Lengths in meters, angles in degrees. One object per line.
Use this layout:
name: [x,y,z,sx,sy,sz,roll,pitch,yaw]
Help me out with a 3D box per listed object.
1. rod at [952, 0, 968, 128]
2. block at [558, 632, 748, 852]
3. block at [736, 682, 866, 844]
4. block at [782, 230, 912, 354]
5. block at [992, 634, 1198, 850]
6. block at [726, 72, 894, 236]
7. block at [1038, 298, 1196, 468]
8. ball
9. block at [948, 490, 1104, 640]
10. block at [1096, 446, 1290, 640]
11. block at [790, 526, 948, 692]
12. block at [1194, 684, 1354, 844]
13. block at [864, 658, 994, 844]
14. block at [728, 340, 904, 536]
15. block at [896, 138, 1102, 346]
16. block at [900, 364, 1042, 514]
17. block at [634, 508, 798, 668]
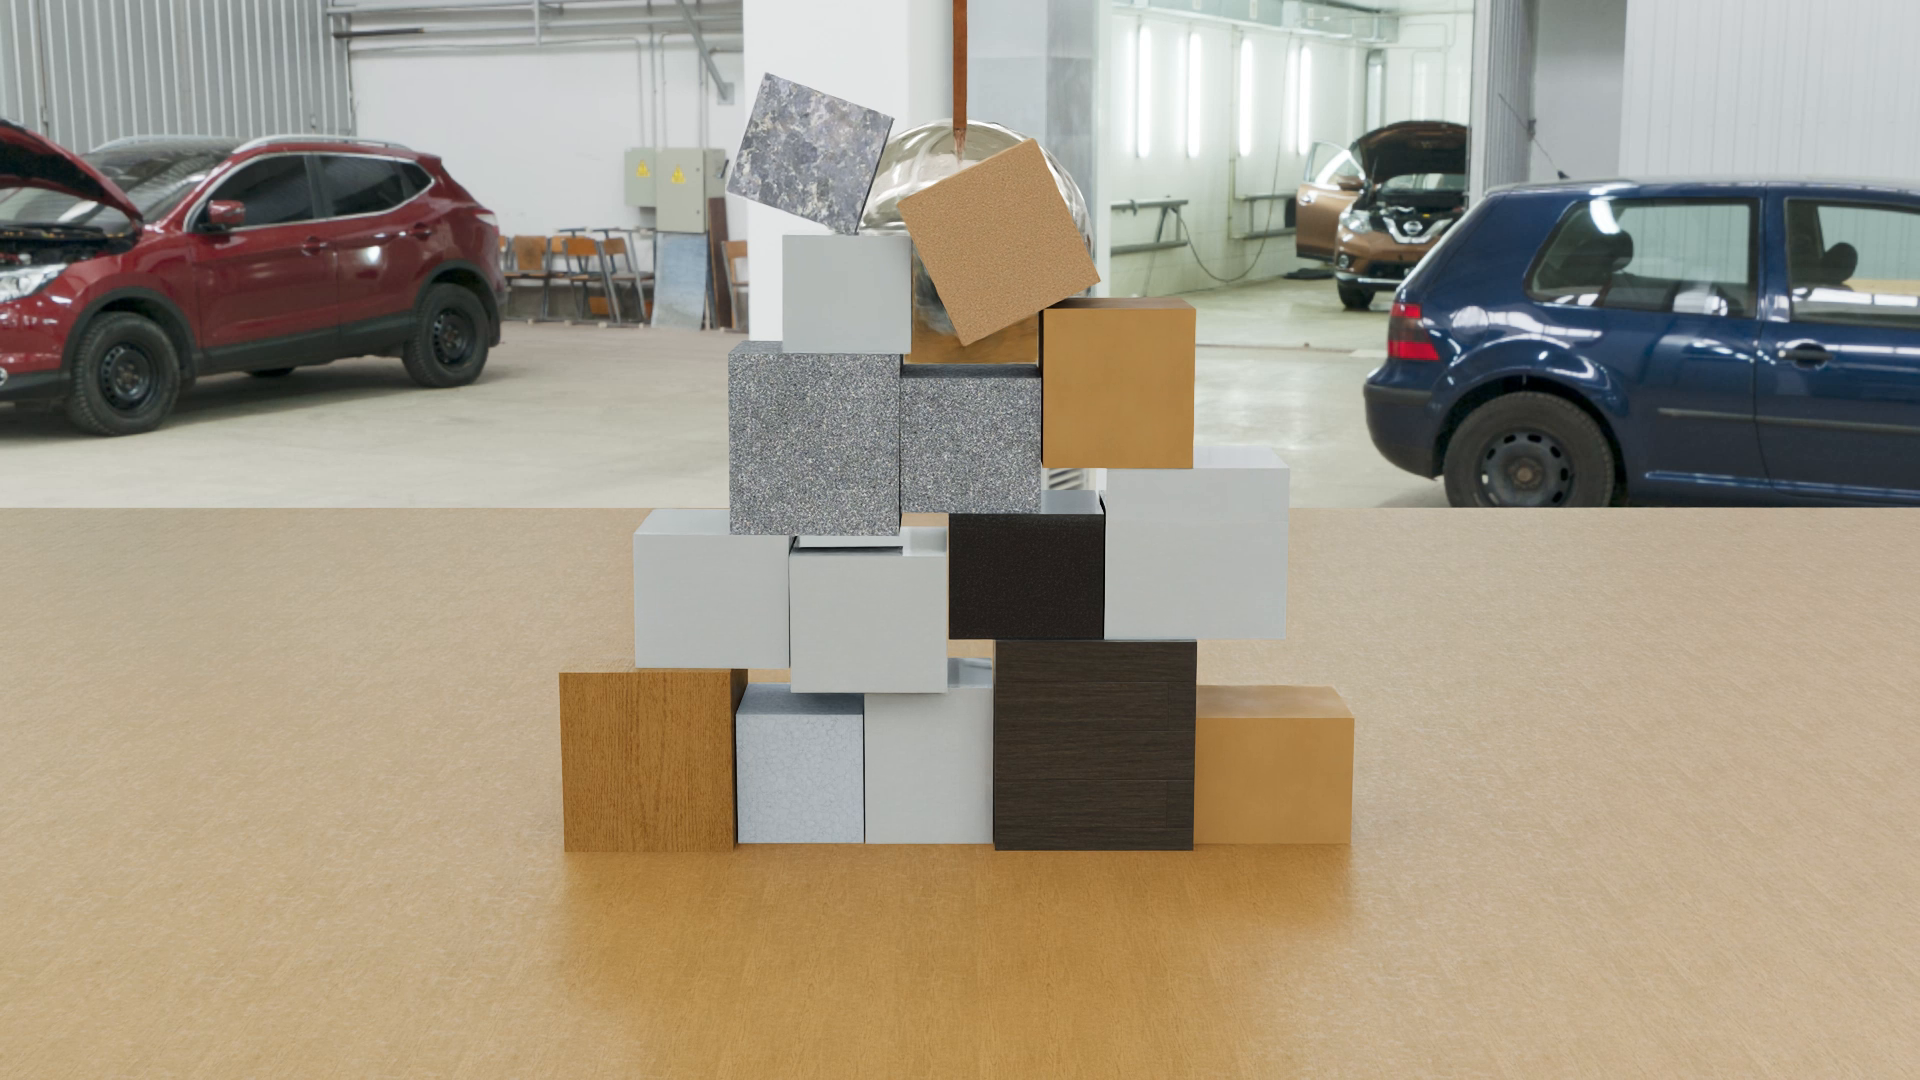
rod: [0.000,-4.607,11.256,0.080,5.200,0.080,0,31,0]
block: [-1.554,1.025,11.349,0.843,0.922,0.897,0,10,0]
block: [-0.805,1.146,11.394,0.635,0.669,0.661,0,10,0]
block: [-0.552,-1.242,10.946,0.625,0.571,0.588,0,10,-1]
block: [0.672,0.946,11.367,0.992,1.072,0.921,0,10,0]
block: [-0.726,-1.902,10.830,0.643,0.593,0.587,19,10,-4]
block: [0.770,-0.800,11.029,0.732,0.775,0.780,0,10,0]
ball: [0.000,-1.678,12.984,1.600,1.600,1.600,0,10,0]
block: [0.324,0.115,11.184,0.760,0.629,0.757,0,10,0]
block: [1.162,-0.002,11.195,0.895,0.855,0.809,0,10,0]
block: [-0.451,0.342,11.241,0.771,0.686,0.843,0,10,0]
block: [1.577,1.152,11.399,0.798,0.655,0.683,0,10,0]
block: [-0.156,1.078,11.373,0.643,0.810,0.657,0,10,0]
block: [-0.710,-0.524,11.071,0.830,0.889,0.735,1,10,0]
block: [0.184,-1.491,10.919,0.734,0.753,0.794,-25,9,4]
block: [0.052,-0.521,11.078,0.688,0.662,0.708,0,10,0]
block: [-1.226,0.237,11.223,0.763,0.673,0.765,1,10,0]
